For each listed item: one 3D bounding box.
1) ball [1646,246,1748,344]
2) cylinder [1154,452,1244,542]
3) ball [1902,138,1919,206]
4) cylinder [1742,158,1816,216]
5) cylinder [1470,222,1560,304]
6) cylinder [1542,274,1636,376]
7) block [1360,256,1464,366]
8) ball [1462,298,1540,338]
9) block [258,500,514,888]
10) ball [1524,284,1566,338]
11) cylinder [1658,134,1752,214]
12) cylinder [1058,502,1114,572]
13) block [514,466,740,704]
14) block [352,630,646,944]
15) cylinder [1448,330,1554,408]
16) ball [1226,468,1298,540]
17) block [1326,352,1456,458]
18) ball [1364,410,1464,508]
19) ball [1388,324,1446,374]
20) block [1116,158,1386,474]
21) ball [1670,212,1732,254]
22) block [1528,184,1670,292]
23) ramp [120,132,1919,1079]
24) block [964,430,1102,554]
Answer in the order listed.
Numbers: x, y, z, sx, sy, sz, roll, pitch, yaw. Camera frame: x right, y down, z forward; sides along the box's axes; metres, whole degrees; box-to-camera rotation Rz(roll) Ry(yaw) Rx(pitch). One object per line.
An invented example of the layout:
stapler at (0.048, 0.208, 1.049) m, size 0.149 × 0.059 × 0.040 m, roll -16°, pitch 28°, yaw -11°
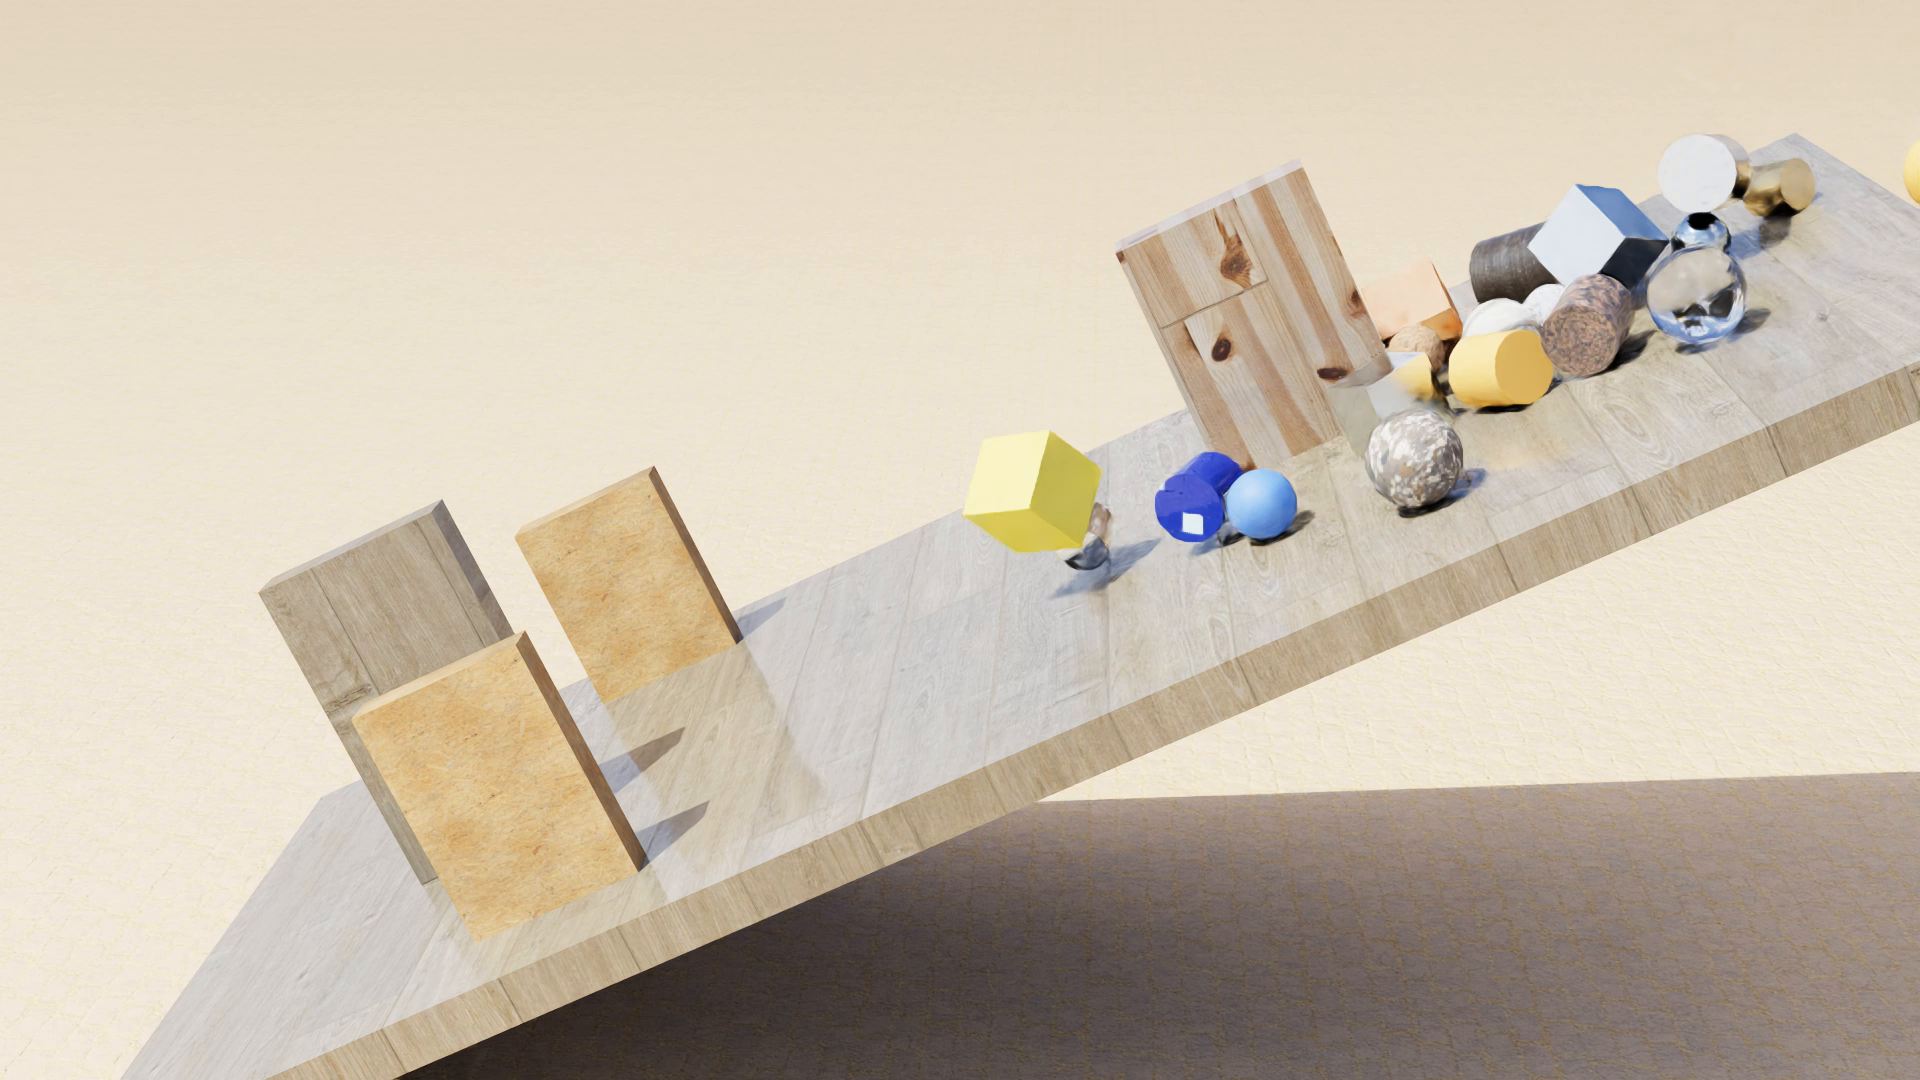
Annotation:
ball at (1.419, -0.471, 5.662) m, size 0.190 × 0.190 × 0.190 m, roll 0°, pitch 16°, yaw 0°
cylinder at (0.488, -0.087, 5.951) m, size 0.146 × 0.146 × 0.146 m, roll 7°, pitch 23°, yaw 24°
ball at (2.247, -0.839, 6.685) m, size 0.199 × 0.199 × 0.199 m, roll 0°, pitch 16°, yaw 0°
cylinder at (1.750, -0.754, 6.294) m, size 0.110 × 0.110 × 0.110 m, roll -11°, pitch 3°, yaw -33°
cylinder at (1.247, -0.583, 6.402) m, size 0.196 × 0.196 × 0.196 m, roll -15°, pitch 3°, yaw 40°
cylinder at (1.252, -0.429, 5.858) m, size 0.153 × 0.153 × 0.153 m, roll 7°, pitch 32°, yaw 24°
block at (0.996, -0.479, 6.402) m, size 0.162 × 0.162 × 0.162 m, roll -26°, pitch 49°, yaw 13°
ball at (1.121, -0.421, 6.098) m, size 0.161 × 0.161 × 0.161 m, roll 0°, pitch 16°, yaw 0°
block at (-1.118, 0.329, 6.233) m, size 0.414 × 0.727 × 0.108 m, roll -24°, pitch 13°, yaw 9°
ball at (1.240, -0.474, 6.157) m, size 0.125 × 0.125 × 0.125 m, roll 0°, pitch 16°, yaw 0°
cylinder at (1.549, -0.762, 6.111) m, size 0.160 × 0.160 × 0.160 m, roll 8°, pitch 11°, yaw 25°
cylinder at (0.264, -0.009, 6.158) m, size 0.106 × 0.106 × 0.106 m, roll 3°, pitch 37°, yaw 10°
block at (-0.794, 0.108, 7.045) m, size 0.360 × 0.461 × 0.098 m, roll -24°, pitch 13°, yaw 9°
block at (-0.891, 0.480, 5.700) m, size 0.359 × 0.508 × 0.097 m, roll -24°, pitch 13°, yaw 9°
cylinder at (1.084, -0.343, 5.899) m, size 0.148 × 0.148 × 0.148 m, roll -9°, pitch 4°, yaw -28°
ball at (0.595, -0.071, 5.801) m, size 0.140 × 0.140 × 0.140 m, roll 0°, pitch 16°, yaw 0°
block at (0.879, -0.276, 6.008) m, size 0.158 × 0.158 × 0.158 m, roll -31°, pitch 14°, yaw -19°
ball at (0.853, -0.152, 5.528) m, size 0.184 × 0.184 × 0.184 m, roll 0°, pitch 16°, yaw 0°
ball at (0.960, -0.392, 6.186) m, size 0.120 × 0.120 × 0.120 m, roll 0°, pitch 16°, yaw 0°
block at (0.645, -0.463, 6.286) m, size 0.430 × 0.561 × 0.134 m, roll -24°, pitch 13°, yaw 9°
ball at (1.547, -0.623, 6.146) m, size 0.124 × 0.124 × 0.124 m, roll 0°, pitch 16°, yaw 0°
block at (1.338, -0.620, 6.165) m, size 0.171 × 0.171 × 0.171 m, roll -2°, pitch 45°, yaw -45°
ramp at (0.136, 0.169, 6.282) m, size 4.000 × 0.100 × 2.000 m, roll -24°, pitch 13°, yaw 9°
block at (0.150, -0.098, 6.043) m, size 0.179 × 0.179 × 0.179 m, roll -5°, pitch -30°, yaw 42°
